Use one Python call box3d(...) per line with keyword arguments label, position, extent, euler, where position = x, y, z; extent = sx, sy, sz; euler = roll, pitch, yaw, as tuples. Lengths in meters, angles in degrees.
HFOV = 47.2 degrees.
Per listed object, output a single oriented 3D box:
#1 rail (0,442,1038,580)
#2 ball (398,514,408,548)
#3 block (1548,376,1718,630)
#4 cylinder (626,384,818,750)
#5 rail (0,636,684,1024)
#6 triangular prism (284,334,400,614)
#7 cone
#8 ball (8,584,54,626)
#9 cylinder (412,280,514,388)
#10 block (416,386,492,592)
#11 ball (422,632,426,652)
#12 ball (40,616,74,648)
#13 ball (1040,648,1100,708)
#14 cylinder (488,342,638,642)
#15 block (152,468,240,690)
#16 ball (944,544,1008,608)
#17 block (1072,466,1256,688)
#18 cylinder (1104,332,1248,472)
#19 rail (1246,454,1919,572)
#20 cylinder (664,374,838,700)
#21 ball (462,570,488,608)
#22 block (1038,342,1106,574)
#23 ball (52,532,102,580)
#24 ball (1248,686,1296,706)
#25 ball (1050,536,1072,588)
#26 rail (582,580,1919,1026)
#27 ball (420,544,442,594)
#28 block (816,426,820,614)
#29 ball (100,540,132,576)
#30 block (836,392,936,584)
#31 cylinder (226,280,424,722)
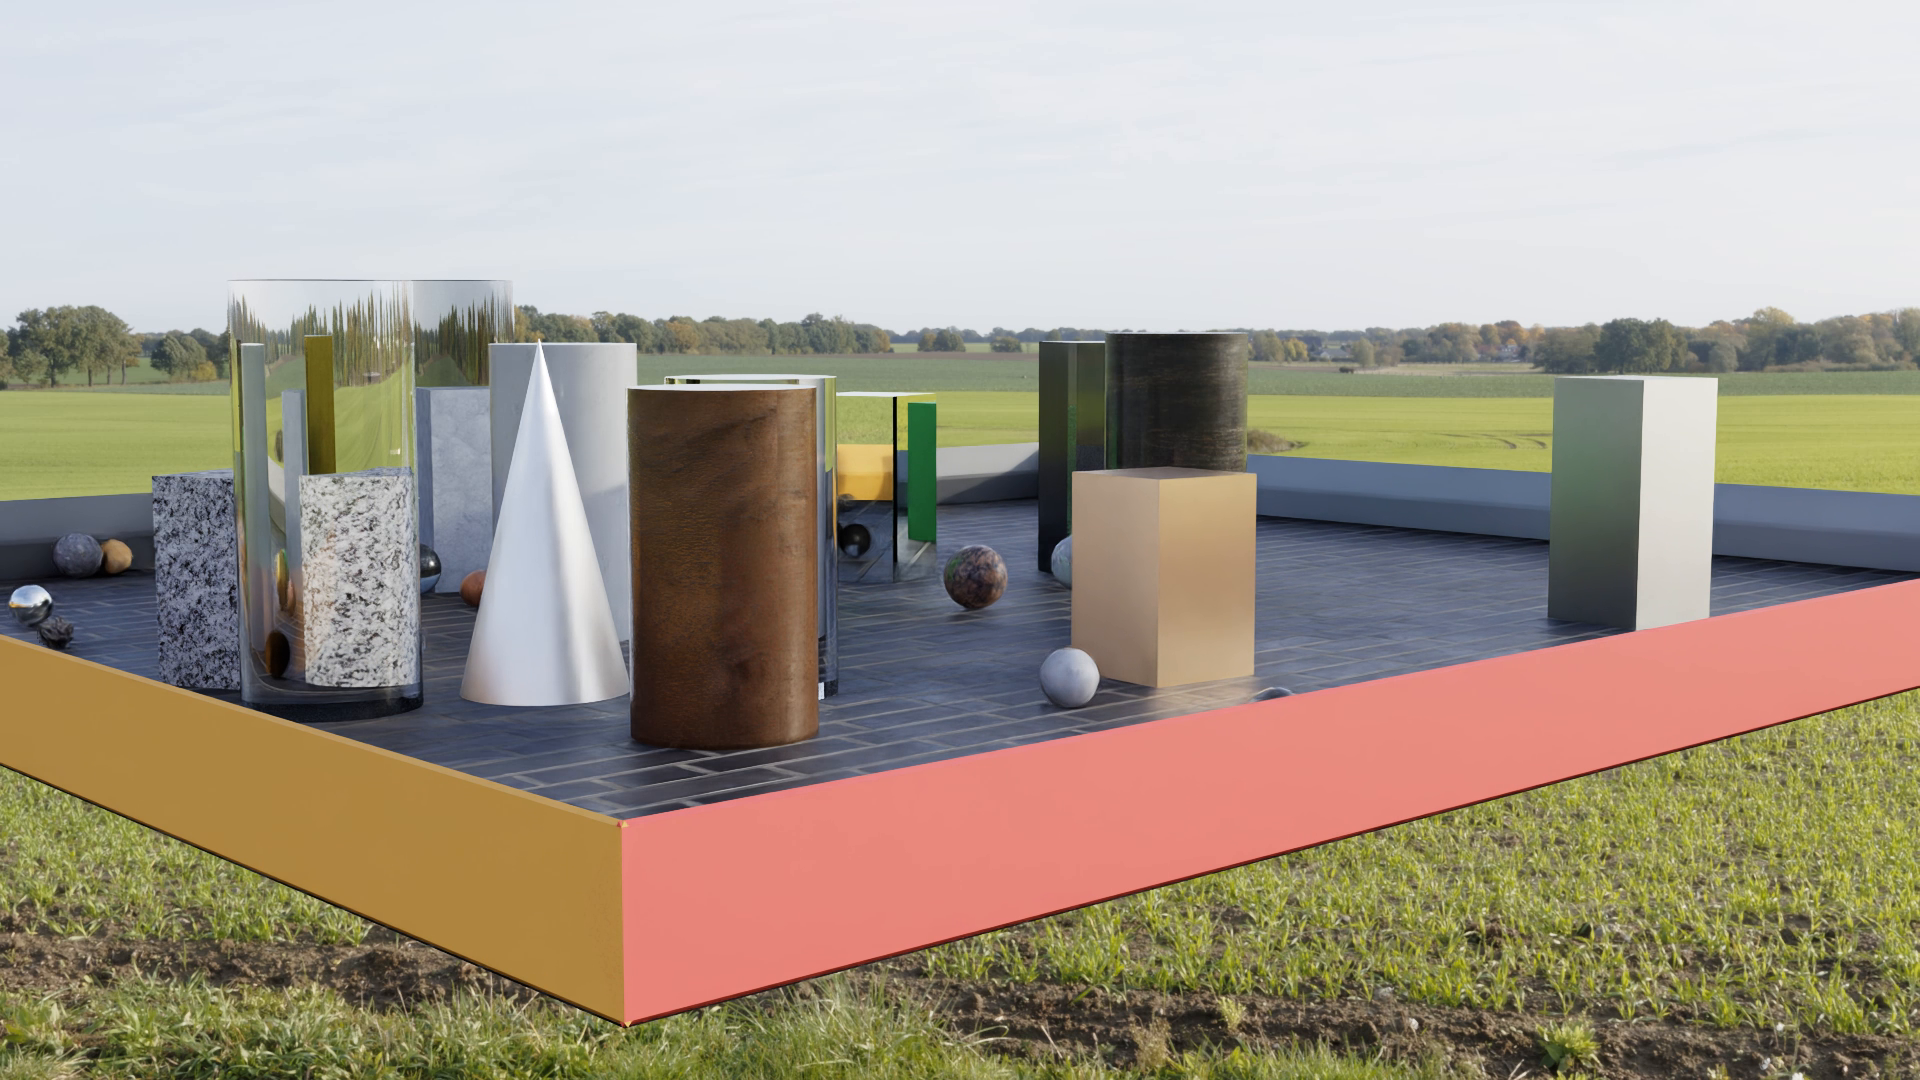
box3d(label="rail", position=(-0.875, -0.065, 4.275), extent=(2.993, 0.129, 0.045), euler=(-5, 8, -42))
box3d(label="ball", position=(-1.057, -0.016, 4.028), extent=(0.086, 0.086, 0.086), euler=(0, 6, 0))
box3d(label="block", position=(0.967, -0.059, 3.166), extent=(0.159, 0.349, 0.159), euler=(-4, 7, -34))
box3d(label="cylinder", position=(-0.249, 0.022, 2.314), extent=(0.199, 0.365, 0.199), euler=(0, 6, 0))
box3d(label="rail", position=(-1.082, 0.137, 2.338), extent=(0.045, 0.129, 2.628), euler=(-5, 8, -42))
box3d(label="triangular prism", position=(-0.898, -0.105, 3.323), extent=(0.172, 0.408, 0.149), euler=(2, 6, 22))
box3d(label="cone", position=(-0.487, -0.028, 2.564), extent=(0.199, 0.413, 0.199), euler=(0, 6, 0))
box3d(label="ball", position=(-1.315, 0.093, 3.110), extent=(0.059, 0.059, 0.059), euler=(0, 6, 0))
box3d(label="cylinder", position=(-0.866, -0.198, 3.793), extent=(0.199, 0.496, 0.199), euler=(0, 6, 0))
box3d(label="block", position=(-0.789, -0.087, 3.573), extent=(0.159, 0.320, 0.159), euler=(-2, 6, -22))
box3d(label="ball", position=(-0.704, 0.129, 2.774), extent=(0.057, 0.057, 0.057), euler=(0, 6, 0))
box3d(label="ball", position=(-1.195, 0.123, 2.909), extent=(0.042, 0.042, 0.042), euler=(0, 6, 0))
box3d(label="ball", position=(0.123, 0.155, 2.476), extent=(0.067, 0.067, 0.067), euler=(0, 6, 0))
box3d(label="cylinder", position=(-0.540, -0.068, 3.009), extent=(0.199, 0.400, 0.199), euler=(0, 6, 0))
box3d(label="block", position=(-0.856, 0.044, 2.665), extent=(0.159, 0.250, 0.159), euler=(2, 6, 20))
box3d(label="ball", position=(0.024, 0.055, 3.293), extent=(0.097, 0.097, 0.097), euler=(0, 6, 0))
box3d(label="block", position=(0.249, 0.041, 2.702), extent=(0.159, 0.247, 0.159), euler=(-4, 7, -37))
box3d(label="cylinder", position=(0.301, -0.082, 3.080), extent=(0.199, 0.414, 0.199), euler=(0, 6, 0))
box3d(label="rail", position=(1.082, -0.070, 4.325), extent=(0.045, 0.129, 2.628), euler=(-5, 8, -42))
box3d(label="cylinder", position=(-0.242, -0.006, 2.566), extent=(0.199, 0.368, 0.199), euler=(0, 6, 0))
box3d(label="ball", position=(-0.722, 0.073, 3.315), extent=(0.056, 0.056, 0.056), euler=(0, 6, 0))
box3d(label="block", position=(0.237, -0.139, 3.723), extent=(0.159, 0.392, 0.159), euler=(-2, 6, -21))
box3d(label="ball", position=(-1.469, 0.026, 3.660), extent=(0.077, 0.077, 0.077), euler=(0, 6, 0))
box3d(label="ball", position=(0.325, 0.181, 2.264), extent=(0.059, 0.059, 0.059), euler=(0, 6, 0))
box3d(label="ball", position=(0.189, 0.036, 3.520), extent=(0.088, 0.088, 0.088), euler=(0, 6, 0))
box3d(label="rail", position=(0.875, 0.132, 2.389), extent=(2.993, 0.129, 0.045), euler=(-5, 8, -42))
box3d(label="ball", position=(-0.856, 0.045, 3.447), extent=(0.084, 0.084, 0.084), euler=(0, 6, 0))
box3d(label="block", position=(-0.291, -0.034, 3.311), extent=(0.159, 0.269, 0.159), euler=(0, 6, -3))
box3d(label="ball", position=(-1.431, 0.029, 3.717), extent=(0.060, 0.060, 0.060), euler=(0, 6, 0))
box3d(label="block", position=(-0.146, -0.091, 3.688), extent=(0.159, 0.306, 0.159), euler=(3, 7, 25))
box3d(label="cylinder", position=(-0.708, -0.050, 2.459), extent=(0.199, 0.478, 0.199), euler=(0, 6, 0))
